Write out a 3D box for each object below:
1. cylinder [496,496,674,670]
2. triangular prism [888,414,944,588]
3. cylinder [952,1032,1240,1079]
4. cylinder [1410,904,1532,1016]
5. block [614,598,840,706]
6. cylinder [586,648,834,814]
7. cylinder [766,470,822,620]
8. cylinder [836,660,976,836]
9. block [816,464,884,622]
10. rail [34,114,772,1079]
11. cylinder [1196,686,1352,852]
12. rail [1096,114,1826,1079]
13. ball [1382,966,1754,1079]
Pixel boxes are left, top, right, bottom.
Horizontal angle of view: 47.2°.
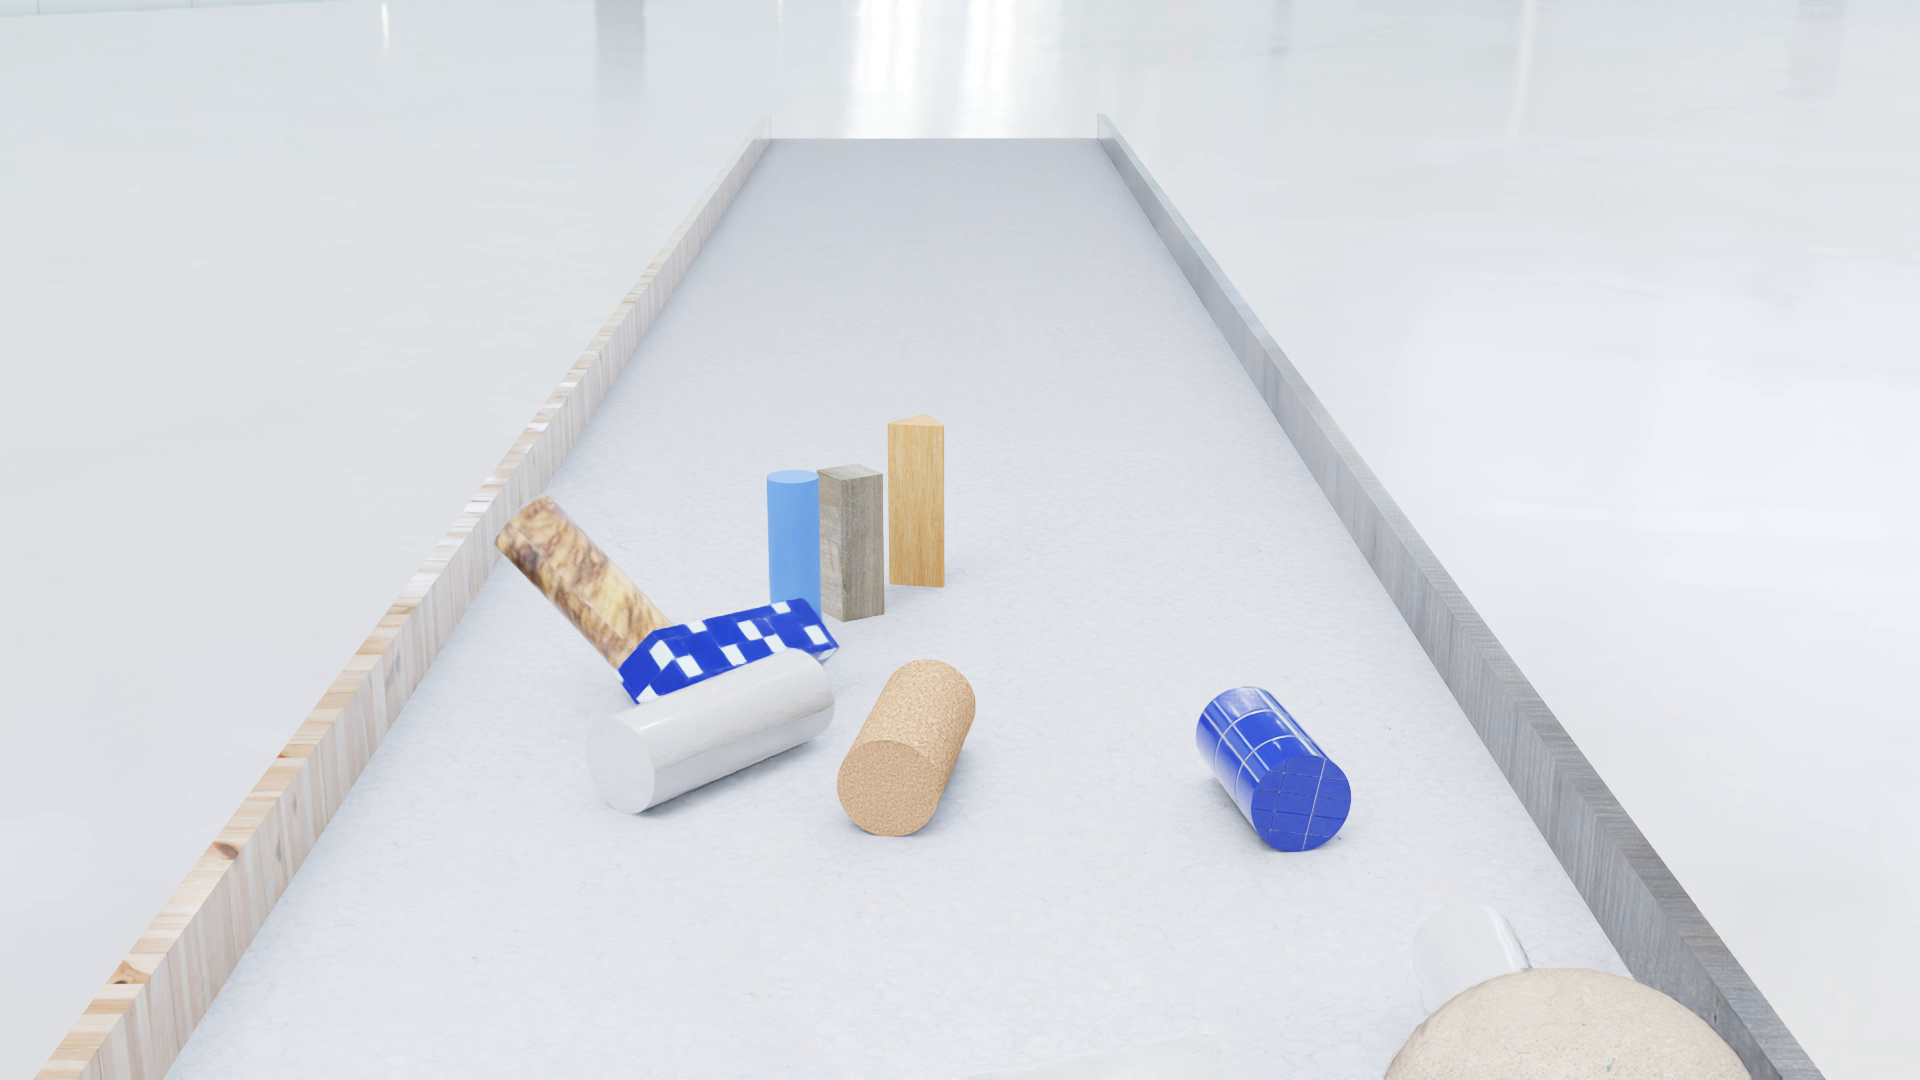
[{"bbox_3d":[-0.686,0.114,4.176,0.425,0.139,0.139,45,28,6],"label":"cylinder"},{"bbox_3d":[-0.087,-0.090,4.885,0.124,0.367,0.107,3,17,11],"label":"triangular prism"},{"bbox_3d":[0.131,0.697,2.568,0.373,0.180,0.180,-6,18,-19],"label":"cylinder"},{"bbox_3d":[0.691,0.625,2.860,0.151,0.151,0.382,1,17,2],"label":"cylinder"},{"bbox_3d":[-0.425,0.221,4.078,0.123,0.123,0.447,53,30,16],"label":"block"},{"bbox_3d":[-0.429,0.327,3.832,0.168,0.168,0.441,13,21,37],"label":"cylinder"},{"bbox_3d":[-0.329,0.056,4.375,0.103,0.378,0.103,0,17,0],"label":"cylinder"},{"bbox_3d":[-0.086,0.349,3.757,0.170,0.170,0.392,3,17,9],"label":"cylinder"},{"bbox_3d":[-0.232,0.005,4.664,0.103,0.310,0.103,-10,19,-31],"label":"block"},{"bbox_3d":[-1.118,-0.838,7.780,0.050,0.150,12.000,0,17,-1],"label":"rail"},{"bbox_3d":[0.518,0.377,3.665,0.168,0.168,0.318,-3,17,-10],"label":"cylinder"},{"bbox_3d":[0.932,-0.844,7.801,0.050,0.150,12.000,0,17,-1],"label":"rail"},{"bbox_3d":[0.598,0.619,2.152,0.397,0.397,0.397,0,17,0],"label":"ball"}]
